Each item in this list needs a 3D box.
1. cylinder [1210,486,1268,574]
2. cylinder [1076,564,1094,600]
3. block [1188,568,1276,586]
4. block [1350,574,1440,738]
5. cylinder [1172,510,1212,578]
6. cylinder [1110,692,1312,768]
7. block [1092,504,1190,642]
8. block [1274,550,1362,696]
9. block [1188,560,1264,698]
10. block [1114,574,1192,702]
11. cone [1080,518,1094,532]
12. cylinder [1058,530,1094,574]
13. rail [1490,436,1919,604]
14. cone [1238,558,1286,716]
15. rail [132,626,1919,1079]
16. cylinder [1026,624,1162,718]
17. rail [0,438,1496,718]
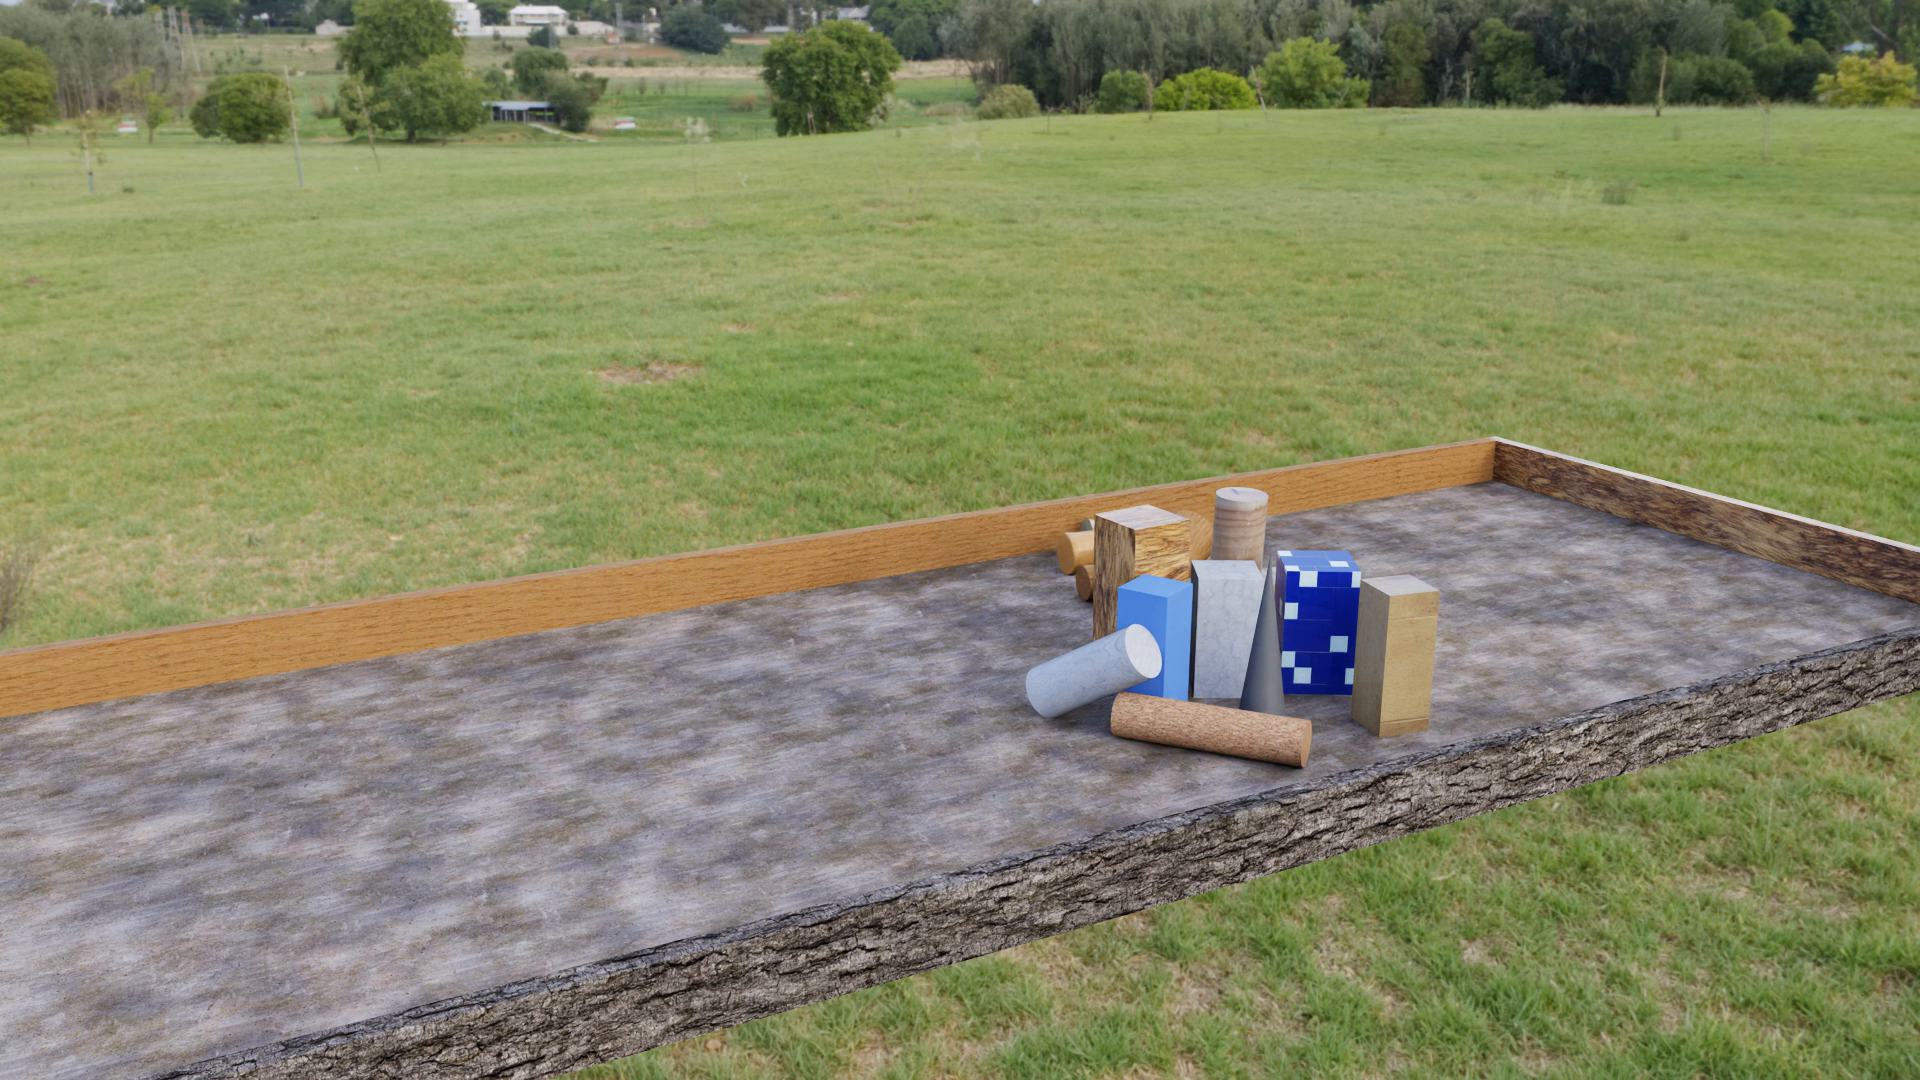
[{"bbox_3d":[0.723,0.080,4.329,0.135,0.418,0.135,2,18,-1],"label":"cylinder"},{"bbox_3d":[0.519,0.107,4.808,0.352,0.102,0.102,-6,17,-20],"label":"cylinder"},{"bbox_3d":[0.839,0.164,4.563,0.437,0.131,0.131,-7,18,-21],"label":"block"},{"bbox_3d":[1.009,0.268,3.834,0.129,0.344,0.129,-5,17,-16],"label":"block"},{"bbox_3d":[0.576,0.078,4.637,0.164,0.164,0.382,9,33,27],"label":"cylinder"},{"bbox_3d":[0.565,0.425,3.723,0.436,0.105,0.105,7,18,23],"label":"cylinder"},{"bbox_3d":[0.443,0.153,4.055,0.164,0.437,0.164,-11,19,-30],"label":"block"},{"bbox_3d":[0.881,0.203,4.101,0.177,0.317,0.177,1,16,3],"label":"block"},{"bbox_3d":[0.652,0.219,4.070,0.155,0.305,0.155,0,16,1],"label":"block"},{"bbox_3d":[0.454,0.263,3.878,0.128,0.328,0.128,11,20,33],"label":"block"},{"bbox_3d":[0.566,-0.006,5.281,0.352,0.105,0.105,4,15,-18],"label":"cone"},{"bbox_3d":[0.469,0.026,5.042,0.322,0.125,0.125,-6,17,-20],"label":"cylinder"},{"bbox_3d":[2.466,-0.048,5.253,0.050,0.150,2.100,-9,18,-27],"label":"rail"},{"bbox_3d":[0.712,0.230,3.841,0.116,0.412,0.116,0,16,0],"label":"cone"},{"bbox_3d":[-2.336,1.006,1.665,12.000,0.150,0.050,-9,18,-27],"label":"rail"},{"bbox_3d":[0.308,0.307,3.831,0.306,0.129,0.129,-27,-3,38],"label":"cylinder"},{"bbox_3d":[-3.305,0.497,3.399,12.000,0.150,0.050,-9,18,-27],"label":"rail"}]
